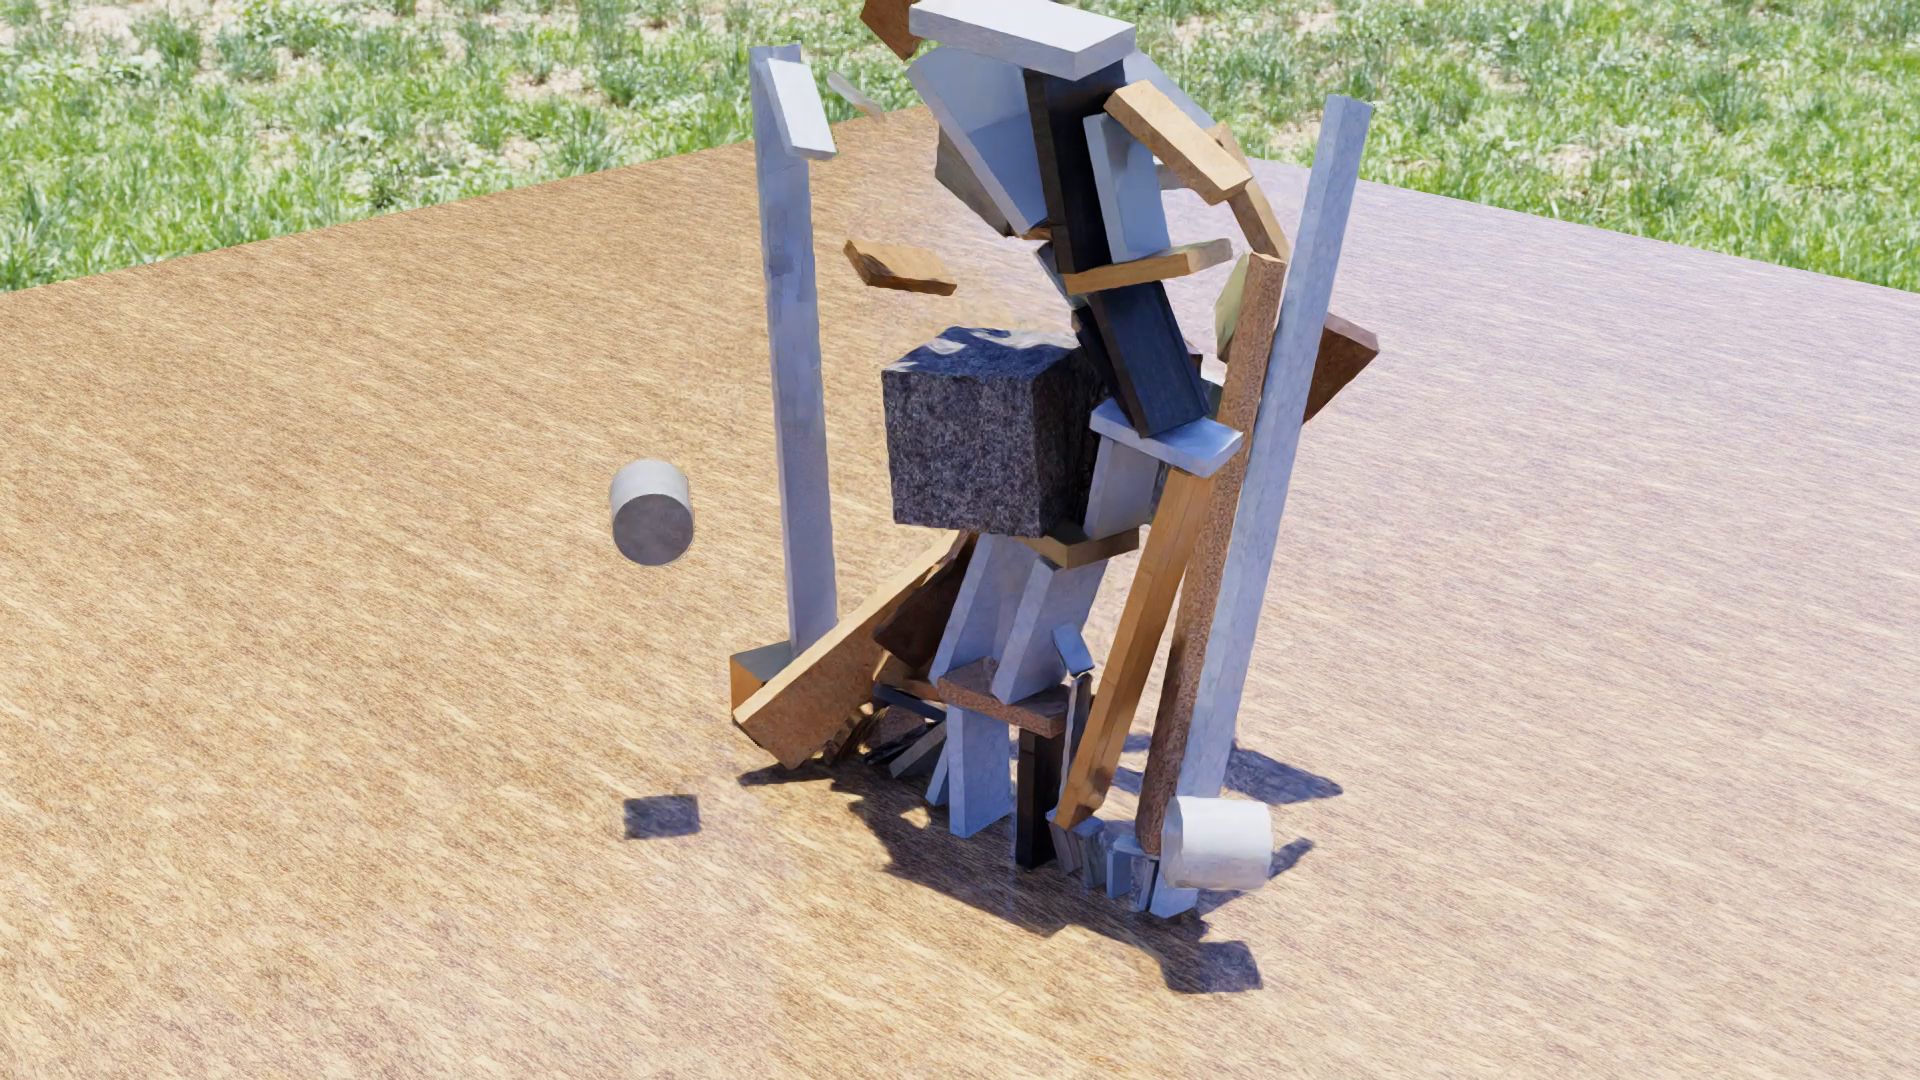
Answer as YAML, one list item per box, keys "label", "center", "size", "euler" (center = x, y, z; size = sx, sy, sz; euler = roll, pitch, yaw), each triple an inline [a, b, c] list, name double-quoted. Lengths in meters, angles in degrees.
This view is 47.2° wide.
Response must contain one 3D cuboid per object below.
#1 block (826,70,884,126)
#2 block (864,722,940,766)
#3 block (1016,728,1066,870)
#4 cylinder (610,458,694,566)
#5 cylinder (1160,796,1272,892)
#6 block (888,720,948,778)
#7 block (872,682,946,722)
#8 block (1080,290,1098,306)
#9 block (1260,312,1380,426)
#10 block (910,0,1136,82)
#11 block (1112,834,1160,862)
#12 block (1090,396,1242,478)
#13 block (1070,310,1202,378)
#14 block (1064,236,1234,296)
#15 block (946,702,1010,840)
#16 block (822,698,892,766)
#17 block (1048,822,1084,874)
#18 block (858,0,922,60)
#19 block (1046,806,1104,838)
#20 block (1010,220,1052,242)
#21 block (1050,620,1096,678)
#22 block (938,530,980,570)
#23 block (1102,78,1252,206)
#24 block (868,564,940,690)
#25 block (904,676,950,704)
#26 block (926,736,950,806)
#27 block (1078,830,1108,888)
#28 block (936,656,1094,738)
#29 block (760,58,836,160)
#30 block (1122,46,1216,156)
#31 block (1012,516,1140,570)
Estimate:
- label: "block"
  center: [-0.195, -0.826, 4.104]
  size: [0.122, 0.017, 0.061]
  euler: [39, -3, 4]
- label: "block"
  center: [-0.104, 0.423, 4.563]
  size: [0.181, 0.026, 0.090]
  euler: [-29, -19, 33]
- label: "block"
  center: [0.172, 0.480, 4.252]
  size: [0.040, 0.284, 0.142]
  euler: [16, 24, 39]
- label: "cylinder"
  center: [-0.595, -0.054, 4.238]
  size: [0.154, 0.154, 0.154]
  euler: [-4, 28, -9]
- label: "cylinder"
  center: [0.450, 0.535, 3.873]
  size: [0.159, 0.159, 0.159]
  euler: [5, 22, -8]
- label: "block"
  center: [-0.042, 0.421, 4.513]
  size: [0.107, 0.214, 0.030]
  euler: [-3, 61, -44]
- label: "block"
  center: [-0.083, 0.339, 4.522]
  size: [0.181, 0.026, 0.090]
  euler: [20, 3, 29]
- label: "block"
  center: [0.248, -0.417, 3.808]
  size: [0.054, 0.015, 0.107]
  euler: [-11, 38, -22]
- label: "block"
  center: [0.637, -0.309, 4.325]
  size: [0.179, 0.358, 0.051]
  euler: [21, 45, -24]
- label: "block"
  center: [0.103, -0.856, 3.686]
  size: [0.345, 0.049, 0.172]
  euler: [23, 39, 31]
- label: "block"
  center: [0.341, 0.576, 4.112]
  size: [0.101, 0.014, 0.050]
  euler: [12, 14, 19]
- label: "block"
  center: [0.355, -0.189, 3.794]
  size: [0.236, 0.033, 0.118]
  euler: [25, 41, 26]
- label: "block"
  center: [0.313, -0.360, 3.948]
  size: [0.155, 0.044, 0.310]
  euler: [-1, 23, -12]
- label: "block"
  center: [0.317, -0.461, 3.708]
  size: [0.259, 0.037, 0.130]
  euler: [-5, 14, 42]
- label: "block"
  center: [0.038, 0.436, 4.368]
  size: [0.040, 0.284, 0.142]
  euler: [16, 28, 38]
- label: "block"
  center: [-0.218, 0.401, 4.606]
  size: [0.090, 0.181, 0.026]
  euler: [-23, 66, -42]
- label: "block"
  center: [0.206, 0.586, 4.248]
  size: [0.052, 0.104, 0.015]
  euler: [-21, 10, -40]
- label: "block"
  center: [-0.095, -0.952, 3.847]
  size: [0.116, 0.231, 0.033]
  euler: [45, 61, 4]
- label: "block"
  center: [0.221, 0.536, 4.213]
  size: [0.104, 0.015, 0.052]
  euler: [19, 30, 40]
- label: "block"
  center: [0.179, -0.562, 3.847]
  size: [0.094, 0.027, 0.187]
  euler: [-43, 30, -21]
- label: "block"
  center: [0.210, 0.202, 4.093]
  size: [0.048, 0.014, 0.096]
  euler: [-19, 71, -10]
- label: "block"
  center: [0.056, -0.002, 4.391]
  size: [0.118, 0.236, 0.033]
  euler: [5, 46, -27]
- label: "block"
  center: [0.359, -0.656, 3.620]
  size: [0.246, 0.035, 0.123]
  euler: [44, 35, 9]
- label: "block"
  center: [-0.068, 0.185, 4.533]
  size: [0.118, 0.274, 0.033]
  euler: [21, 20, -33]
- label: "block"
  center: [-0.012, 0.308, 4.473]
  size: [0.107, 0.030, 0.214]
  euler: [-2, 7, -35]
- label: "block"
  center: [0.010, 0.433, 4.440]
  size: [0.107, 0.214, 0.030]
  euler: [-4, 31, -44]
- label: "block"
  center: [0.258, 0.606, 4.200]
  size: [0.052, 0.104, 0.015]
  euler: [-21, 13, -40]
- label: "block"
  center: [0.108, 0.303, 4.257]
  size: [0.284, 0.040, 0.142]
  euler: [17, 26, 38]
- label: "block"
  center: [-0.318, -0.846, 4.322]
  size: [0.103, 0.206, 0.029]
  euler: [0, -26, -40]
- label: "block"
  center: [0.356, -0.848, 4.296]
  size: [0.145, 0.290, 0.041]
  euler: [-53, 17, -9]
- label: "block"
  center: [0.173, -0.041, 4.113]
  size: [0.163, 0.046, 0.326]
  euler: [-15, 28, -29]
